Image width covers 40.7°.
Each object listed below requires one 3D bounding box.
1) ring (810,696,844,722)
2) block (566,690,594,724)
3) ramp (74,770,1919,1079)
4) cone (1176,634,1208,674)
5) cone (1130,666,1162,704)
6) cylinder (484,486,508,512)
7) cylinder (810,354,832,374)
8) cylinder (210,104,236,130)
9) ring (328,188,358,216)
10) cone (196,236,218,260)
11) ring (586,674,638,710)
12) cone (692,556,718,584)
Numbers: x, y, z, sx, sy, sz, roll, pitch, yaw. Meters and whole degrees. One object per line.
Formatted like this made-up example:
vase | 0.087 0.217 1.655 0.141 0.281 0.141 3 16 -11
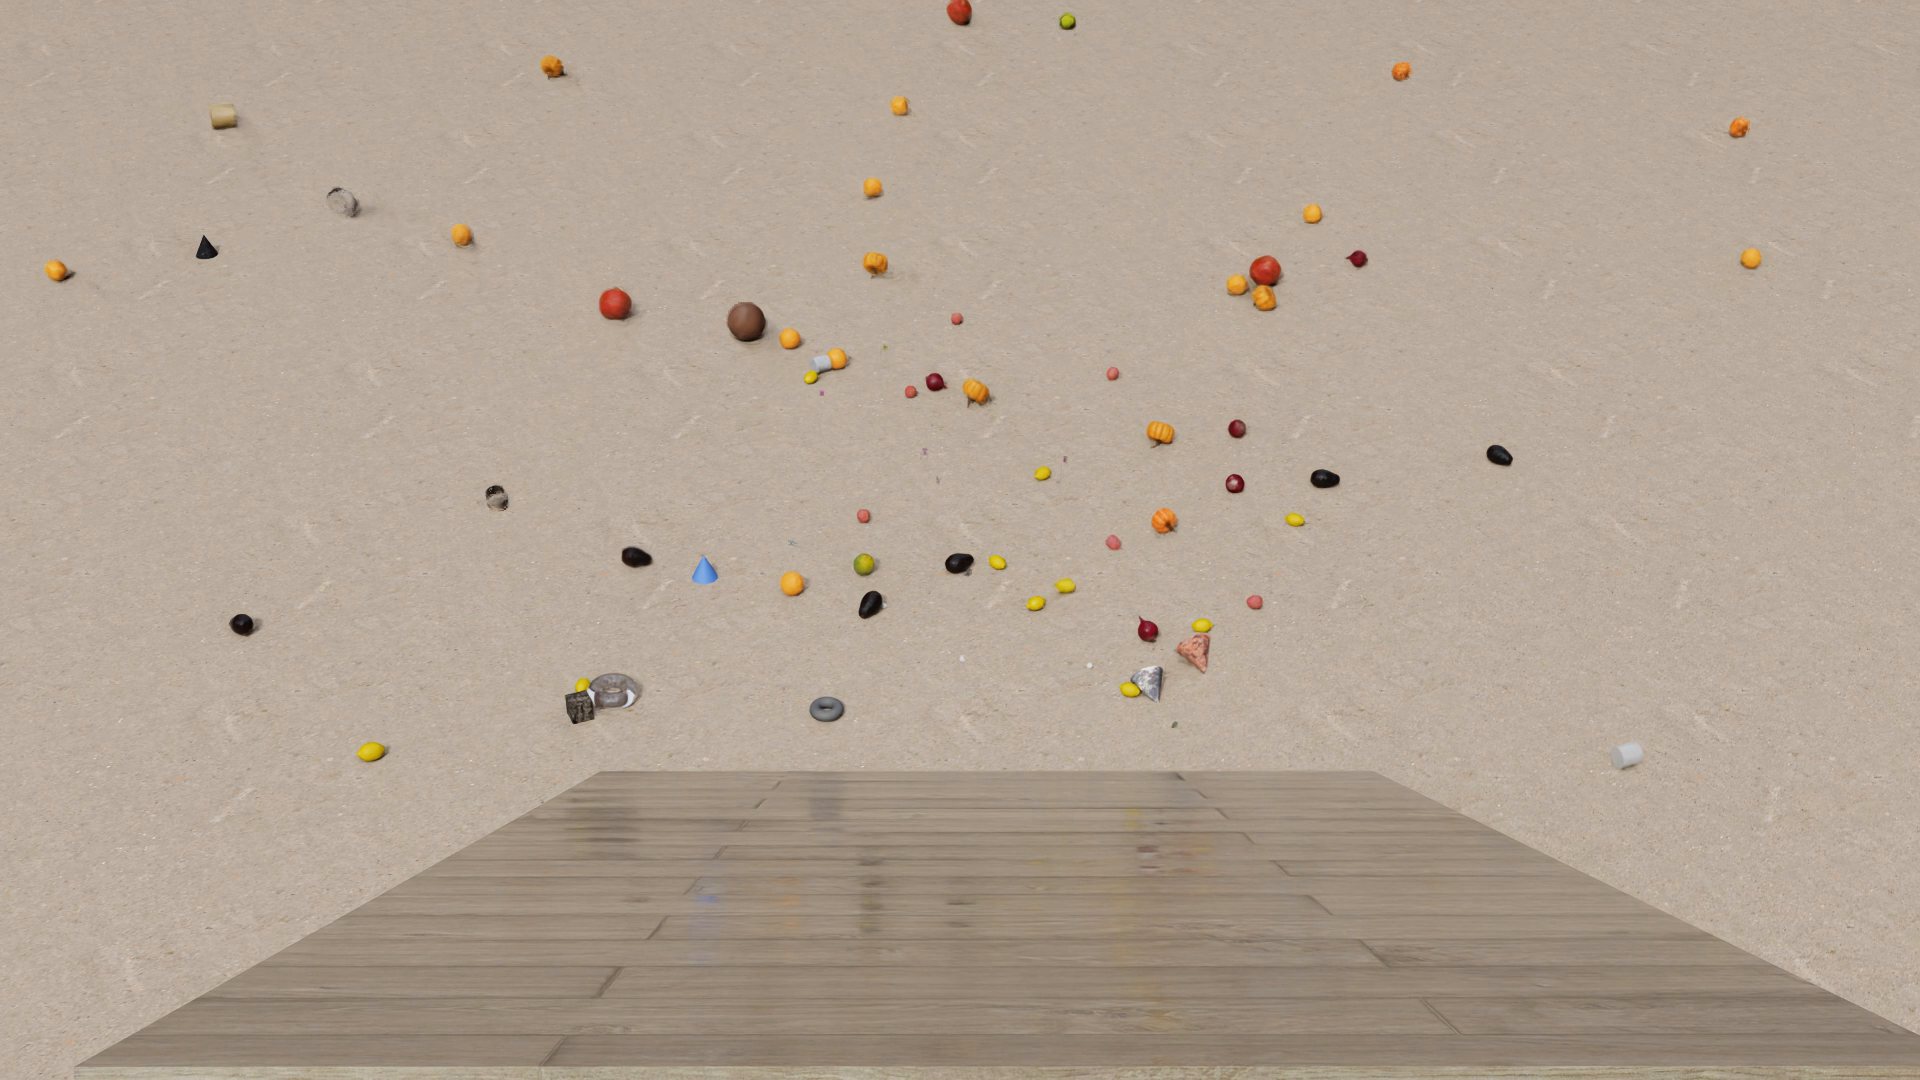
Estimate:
ring | -0.364 0.461 7.065 0.094 0.031 0.094 0 33 0
block | -1.034 0.455 7.048 0.060 0.060 0.060 -13 34 -20
ramp | 0.071 0.625 4.714 2.000 0.100 4.000 0 -1 0
cone | 0.669 0.333 7.258 0.099 0.099 0.099 -11 60 -18
cone | 0.530 0.412 7.132 0.095 0.095 0.095 -11 60 -17
cylinder | -1.429 -0.128 7.985 0.060 0.060 0.060 -14 50 -21
cylinder | -0.470 -0.592 8.738 0.054 0.054 0.054 -17 36 -25
cylinder | -2.991 -1.719 10.514 0.093 0.093 0.093 -10 33 -16
ring | -2.328 -1.273 9.771 0.123 0.123 0.041 11 45 17
cone | -2.768 -1.084 9.504 0.081 0.081 0.081 0 32 0
ring | -0.955 0.416 7.122 0.143 0.048 0.143 1 32 -1
cone | -0.754 0.077 7.640 0.077 0.077 0.077 0 32 0
